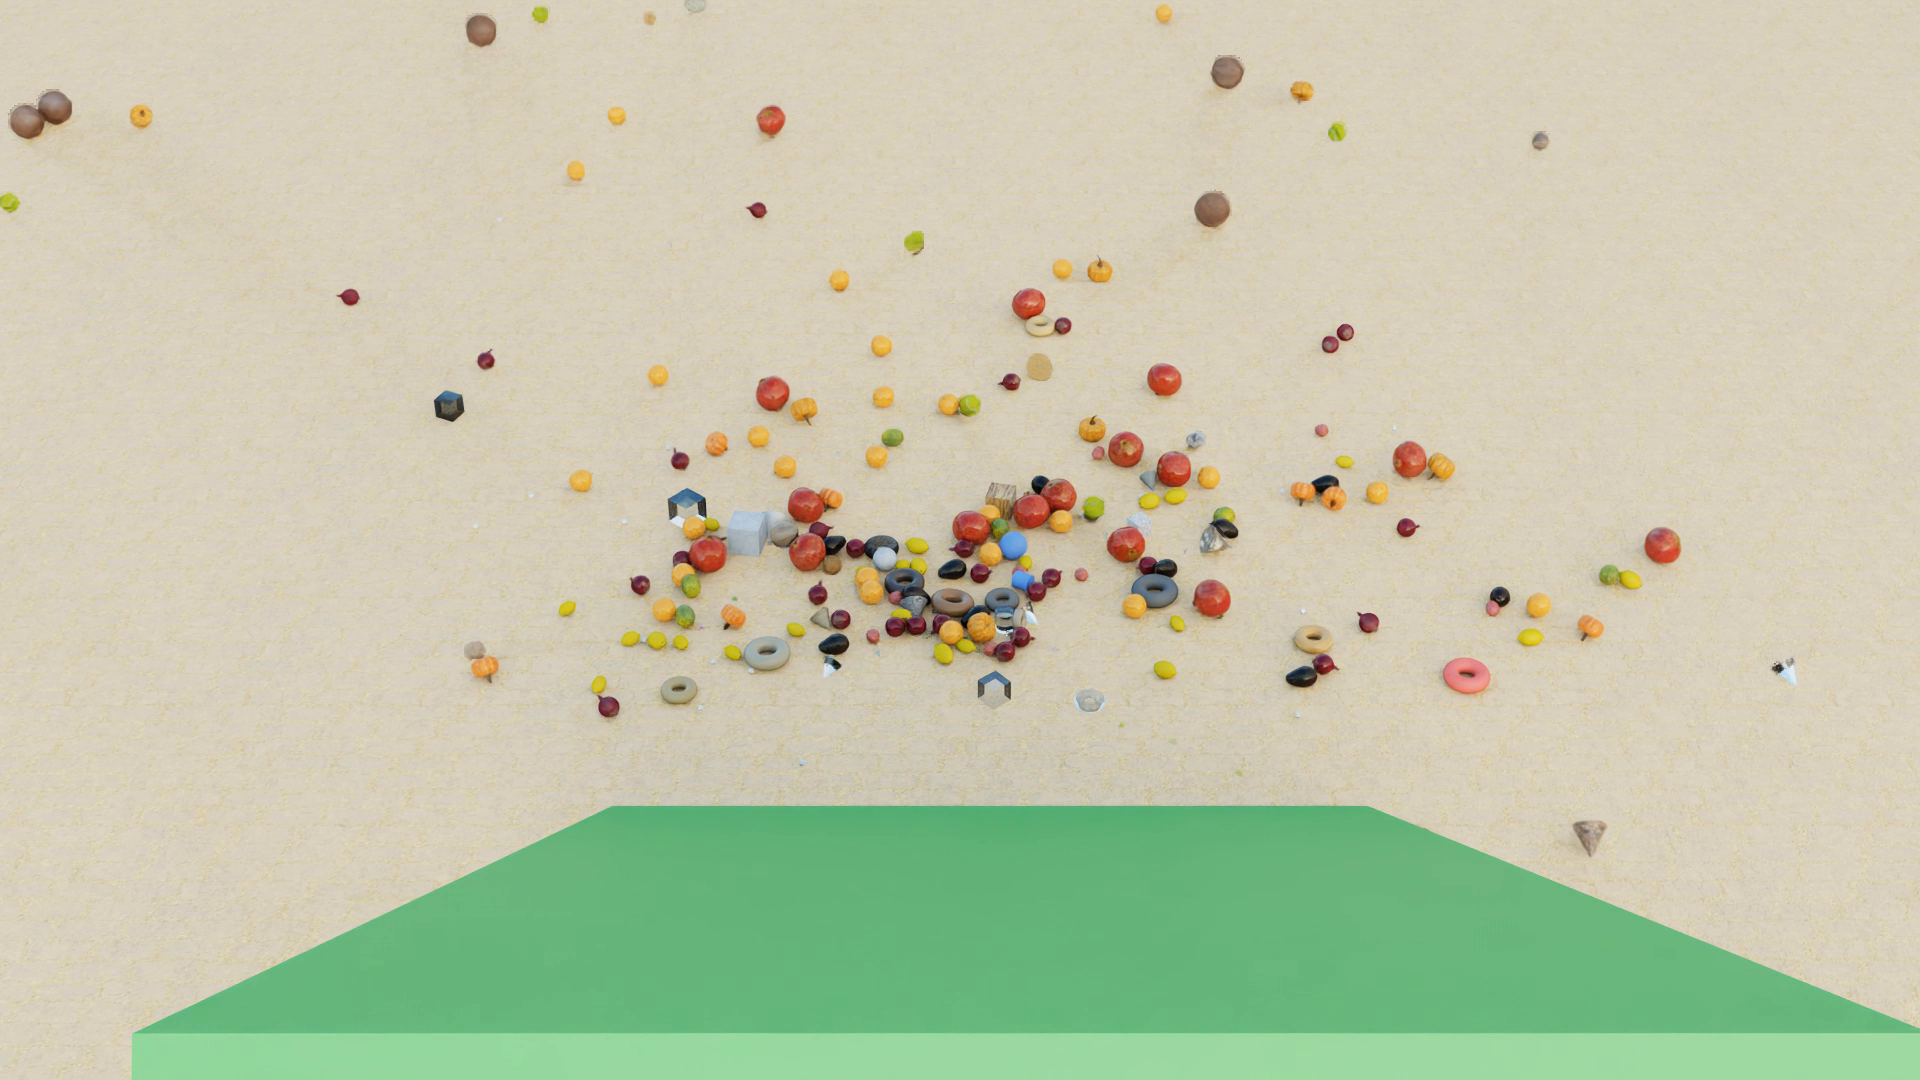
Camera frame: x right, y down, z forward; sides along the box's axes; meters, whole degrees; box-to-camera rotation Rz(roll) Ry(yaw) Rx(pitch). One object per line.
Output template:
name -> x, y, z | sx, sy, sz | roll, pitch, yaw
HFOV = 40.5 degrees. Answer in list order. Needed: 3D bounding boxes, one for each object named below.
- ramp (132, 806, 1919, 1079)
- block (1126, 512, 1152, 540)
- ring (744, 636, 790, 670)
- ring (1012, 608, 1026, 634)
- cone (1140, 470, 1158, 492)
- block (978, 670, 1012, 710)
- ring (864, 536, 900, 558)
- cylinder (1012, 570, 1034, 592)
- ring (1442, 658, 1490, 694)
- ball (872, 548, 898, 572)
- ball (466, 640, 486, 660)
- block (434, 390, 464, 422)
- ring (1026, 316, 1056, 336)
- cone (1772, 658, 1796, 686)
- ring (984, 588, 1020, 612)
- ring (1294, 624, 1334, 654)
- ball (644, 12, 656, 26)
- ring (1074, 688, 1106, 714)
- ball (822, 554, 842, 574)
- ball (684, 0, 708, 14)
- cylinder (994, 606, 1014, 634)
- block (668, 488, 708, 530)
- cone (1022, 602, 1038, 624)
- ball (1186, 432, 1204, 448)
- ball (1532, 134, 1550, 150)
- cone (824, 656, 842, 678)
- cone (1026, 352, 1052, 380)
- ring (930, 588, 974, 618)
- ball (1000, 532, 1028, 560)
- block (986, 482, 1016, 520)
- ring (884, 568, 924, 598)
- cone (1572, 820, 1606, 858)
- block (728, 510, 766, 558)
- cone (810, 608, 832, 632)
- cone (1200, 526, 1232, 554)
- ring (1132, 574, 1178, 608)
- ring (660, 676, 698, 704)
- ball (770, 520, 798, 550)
ramp -> 0.080, 0.676, 4.886 | 2.000, 0.100, 4.000 | 0, -2, 0
block -> 0.551, -0.043, 7.996 | 0.055, 0.055, 0.055 | -23, 42, -28
ring -> -0.556, 0.327, 7.498 | 0.136, 0.045, 0.136 | -1, 36, 1
ring -> 0.174, 0.237, 7.599 | 0.025, 0.076, 0.076 | 4, 35, 21
cone -> 0.602, -0.178, 8.205 | 0.059, 0.059, 0.059 | -9, 64, -11
block -> 0.097, 0.424, 7.346 | 0.067, 0.067, 0.067 | -27, 44, -31
ring -> -0.239, 0.024, 7.920 | 0.109, 0.036, 0.109 | -1, 36, 1
cylinder -> 0.188, 0.123, 7.771 | 0.052, 0.052, 0.052 | 19, 40, 25
ring -> 1.446, 0.386, 7.417 | 0.135, 0.045, 0.135 | 0, 37, 0
ball -> -0.226, 0.058, 7.841 | 0.074, 0.074, 0.074 | 0, 36, 0
ball -> -1.396, 0.318, 7.500 | 0.056, 0.056, 0.056 | 0, 36, 0
block -> -1.676, -0.439, 8.528 | 0.067, 0.067, 0.067 | 16, 39, 21
ring -> 0.279, -0.739, 8.965 | 0.108, 0.036, 0.108 | 0, 37, 0
cone -> 2.369, 0.386, 7.428 | 0.072, 0.072, 0.072 | -16, 66, -21
ring -> 0.125, 0.179, 7.709 | 0.104, 0.035, 0.104 | -1, 37, 1
ring -> 1.028, 0.288, 7.557 | 0.114, 0.038, 0.114 | -1, 35, 1
ball -> -1.307, -2.194, 10.942 | 0.054, 0.054, 0.054 | 0, 36, 0
ring -> 0.366, 0.454, 7.336 | 0.090, 0.030, 0.090 | 0, 38, 0
ball -> -0.383, 0.074, 7.832 | 0.059, 0.059, 0.059 | 0, 36, 0
ball -> -1.123, -2.286, 11.029 | 0.100, 0.100, 0.100 | 0, 36, 0
cylinder -> 0.131, 0.233, 7.614 | 0.059, 0.059, 0.059 | 0, 36, 0
block -> -0.843, -0.095, 8.043 | 0.083, 0.083, 0.083 | 27, 44, 32
cone -> 0.207, 0.227, 7.647 | 0.067, 0.067, 0.067 | 46, 51, 12
ball -> 0.758, -0.321, 8.377 | 0.054, 0.054, 0.054 | 0, 36, 0
ball -> 2.240, -1.537, 10.032 | 0.066, 0.066, 0.066 | 0, 36, 0
cone -> -0.377, 0.373, 7.450 | 0.058, 0.058, 0.058 | 18, 66, 23
cone -> 0.287, -0.586, 8.749 | 0.095, 0.095, 0.095 | 21, 14, 26
ring -> -0.022, 0.186, 7.683 | 0.131, 0.044, 0.131 | 6, 27, -3
ball -> 0.164, 0.015, 7.889 | 0.085, 0.085, 0.085 | 0, 36, 0
block -> 0.127, -0.120, 8.079 | 0.080, 0.080, 0.080 | 8, 37, 11
ring -> -0.166, 0.128, 7.773 | 0.122, 0.041, 0.122 | -1, 37, 0
cone -> 1.661, 0.798, 6.856 | 0.091, 0.091, 0.091 | 2, 63, 2
block -> -0.649, -0.020, 7.928 | 0.096, 0.096, 0.096 | 6, 37, 8
cone -> -0.395, 0.243, 7.626 | 0.065, 0.065, 0.065 | -26, 70, -31
cone -> 0.793, 0.012, 7.931 | 0.091, 0.091, 0.091 | 20, 32, -18
ring -> 0.580, 0.152, 7.736 | 0.141, 0.047, 0.141 | -1, 36, 1
ring -> -0.797, 0.426, 7.371 | 0.105, 0.035, 0.105 | 0, 37, 0
ball -> -0.536, -0.016, 7.931 | 0.088, 0.088, 0.088 | 0, 36, 0
